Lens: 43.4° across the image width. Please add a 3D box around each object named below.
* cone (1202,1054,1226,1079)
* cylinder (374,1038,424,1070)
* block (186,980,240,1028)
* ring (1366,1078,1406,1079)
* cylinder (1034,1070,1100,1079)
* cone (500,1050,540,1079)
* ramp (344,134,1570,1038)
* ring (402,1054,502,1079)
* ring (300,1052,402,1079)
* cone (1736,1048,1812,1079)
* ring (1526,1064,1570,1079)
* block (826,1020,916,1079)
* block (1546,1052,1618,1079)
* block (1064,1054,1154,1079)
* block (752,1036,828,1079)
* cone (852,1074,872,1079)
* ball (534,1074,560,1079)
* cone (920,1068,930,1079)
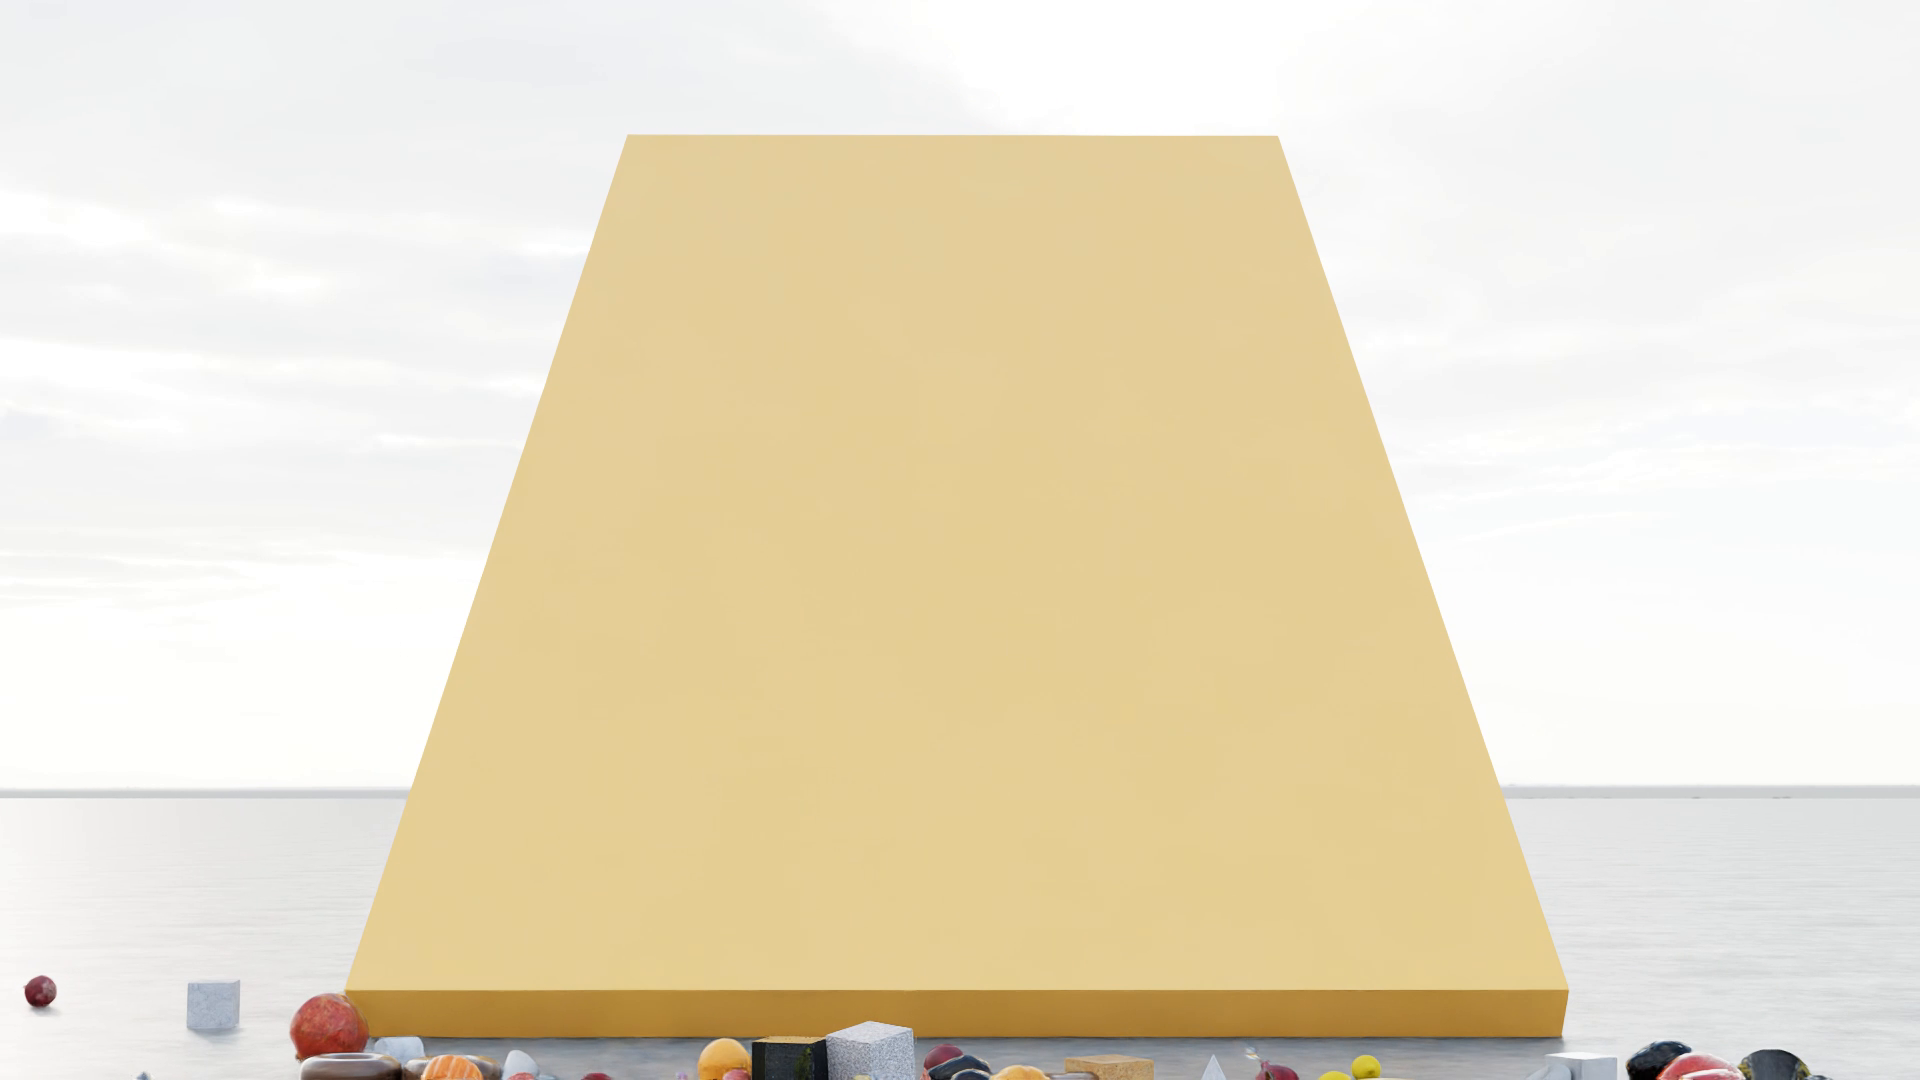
[{"bbox_3d":[0.309,0.668,2.932,0.085,0.085,0.085,0,-6,0],"label":"cone"},{"bbox_3d":[-0.799,0.737,3.435,0.053,0.053,0.053,5,-8,-39],"label":"cylinder"},{"bbox_3d":[-1.295,0.804,4.182,0.076,0.076,0.076,1,-6,-7],"label":"block"},{"bbox_3d":[0.535,0.692,2.966,0.140,0.047,0.140,1,-5,0],"label":"ring"},{"bbox_3d":[0.129,0.673,2.892,0.067,0.067,0.067,4,-7,-34],"label":"cylinder"},{"bbox_3d":[-0.611,0.733,3.270,0.059,0.059,0.059,-4,19,36],"label":"cone"},{"bbox_3d":[-0.013,-0.212,5.698,2.000,0.100,4.000,0,30,0],"label":"ramp"},{"bbox_3d":[-0.689,0.724,3.268,0.134,0.045,0.134,0,-7,0],"label":"ring"},{"bbox_3d":[-0.827,0.725,3.276,0.137,0.046,0.137,1,-7,0],"label":"ring"},{"bbox_3d":[1.012,0.697,3.000,0.092,0.092,0.092,-2,20,20],"label":"cone"},{"bbox_3d":[0.742,0.698,3.074,0.083,0.028,0.083,-35,-5,-4],"label":"ring"},{"bbox_3d":[-0.117,0.687,3.173,0.081,0.081,0.081,-1,4,43],"label":"block"},{"bbox_3d":[0.802,0.697,3.107,0.064,0.064,0.064,4,-7,-32],"label":"block"},{"bbox_3d":[0.182,0.673,2.945,0.078,0.078,0.078,4,-7,-33],"label":"block"},{"bbox_3d":[-0.221,0.694,3.153,0.080,0.080,0.080,-2,-6,15],"label":"block"},{"bbox_3d":[-0.111,0.708,3.026,0.056,0.056,0.056,-5,-35,41],"label":"cone"},{"bbox_3d":[-0.504,0.678,2.939,0.051,0.051,0.051,0,-6,0],"label":"ball"},{"bbox_3d":[-0.043,0.678,2.940,0.068,0.068,0.068,0,-6,0],"label":"cone"}]
